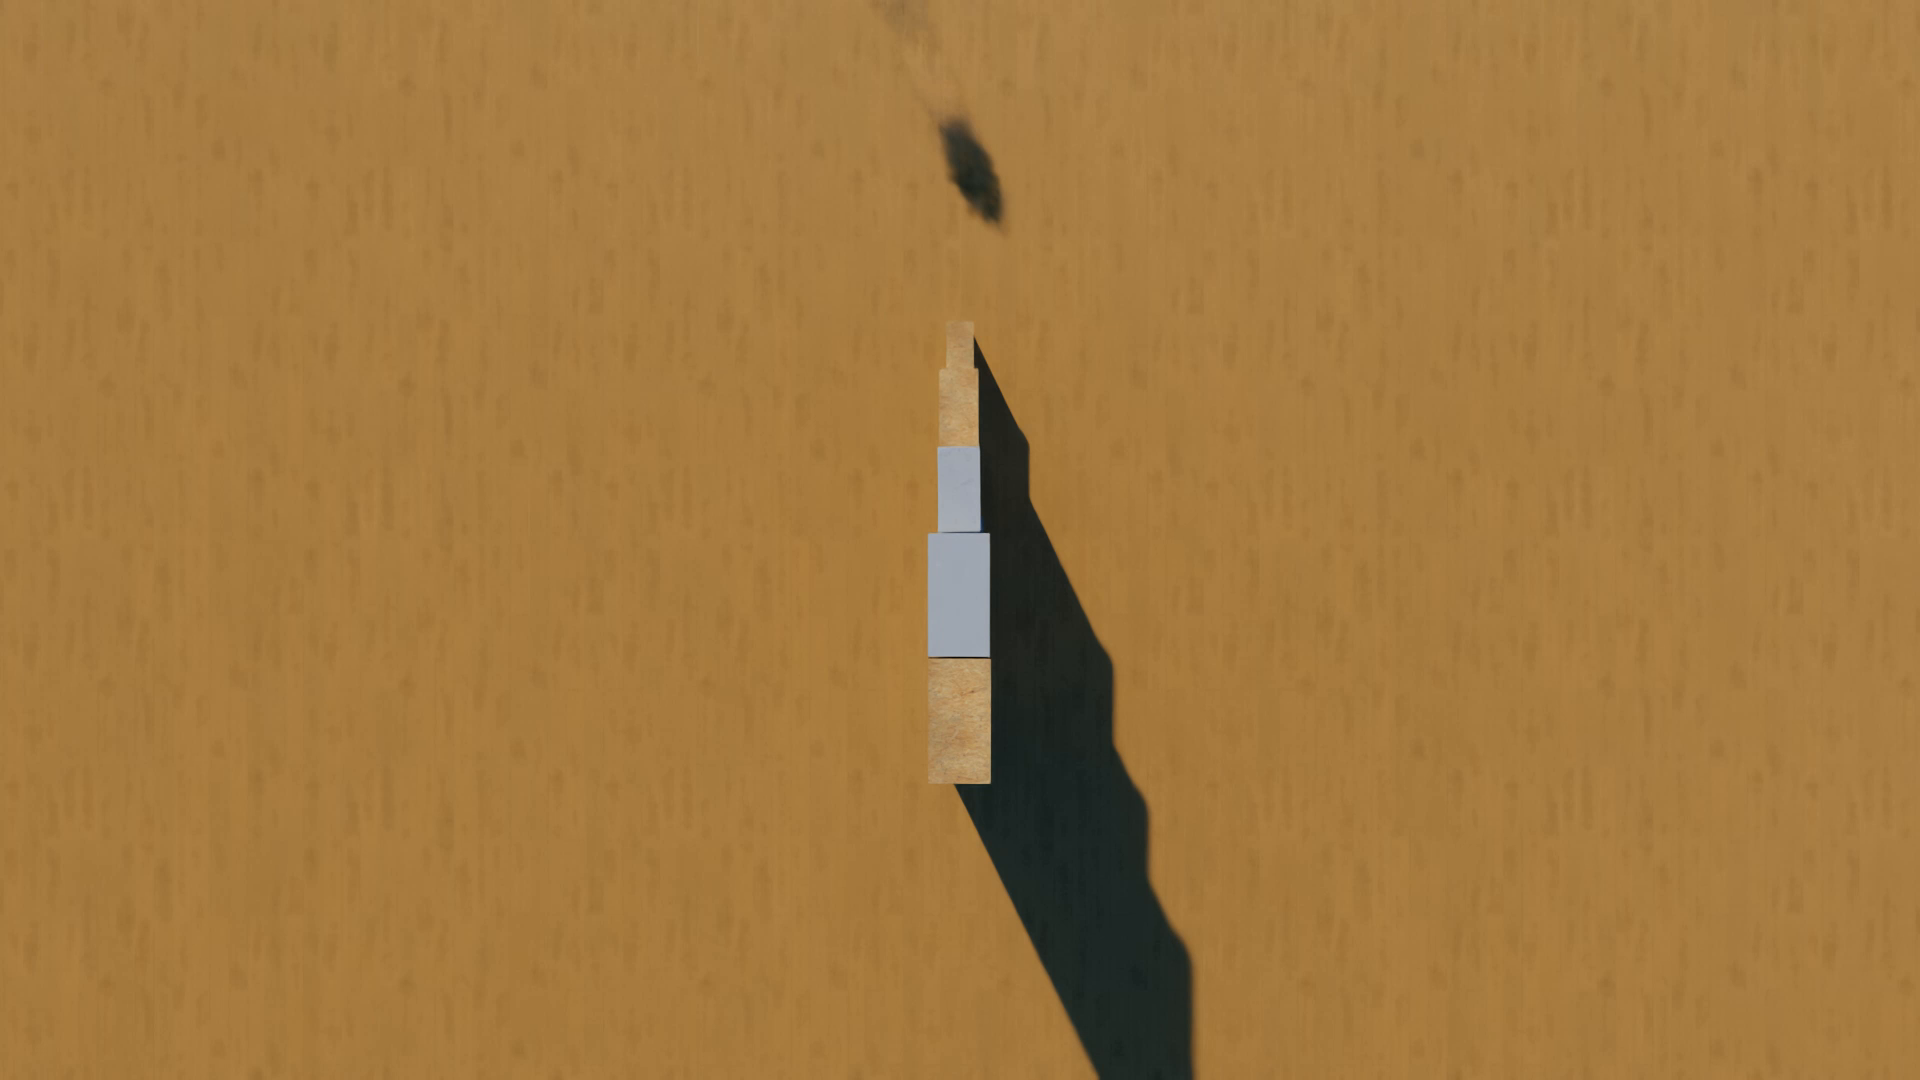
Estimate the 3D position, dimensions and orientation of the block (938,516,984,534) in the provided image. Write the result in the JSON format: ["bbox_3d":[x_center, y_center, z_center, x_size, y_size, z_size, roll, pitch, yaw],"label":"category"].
[{"bbox_3d":[0.001,0.069,5.195,0.142,0.040,0.284,0,90,0],"label":"block"}]

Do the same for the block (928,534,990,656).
[{"bbox_3d":[-0.004,0.159,4.781,0.178,0.050,0.356,0,90,0],"label":"block"}]

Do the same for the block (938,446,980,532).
[{"bbox_3d":[-0.003,-0.151,4.905,0.126,0.036,0.252,0,90,0],"label":"block"}]

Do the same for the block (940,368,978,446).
[{"bbox_3d":[-0.004,-0.401,5.026,0.120,0.034,0.239,0,90,0],"label":"block"}]

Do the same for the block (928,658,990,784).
[{"bbox_3d":[-0.002,0.522,4.777,0.180,0.051,0.360,0,90,0],"label":"block"}]

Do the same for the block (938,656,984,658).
[{"bbox_3d":[0.003,0.364,5.184,0.148,0.042,0.295,0,90,0],"label":"block"}]

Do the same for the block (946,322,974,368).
[{"bbox_3d":[0.000,-0.614,5.311,0.088,0.025,0.176,0,90,0],"label":"block"}]
